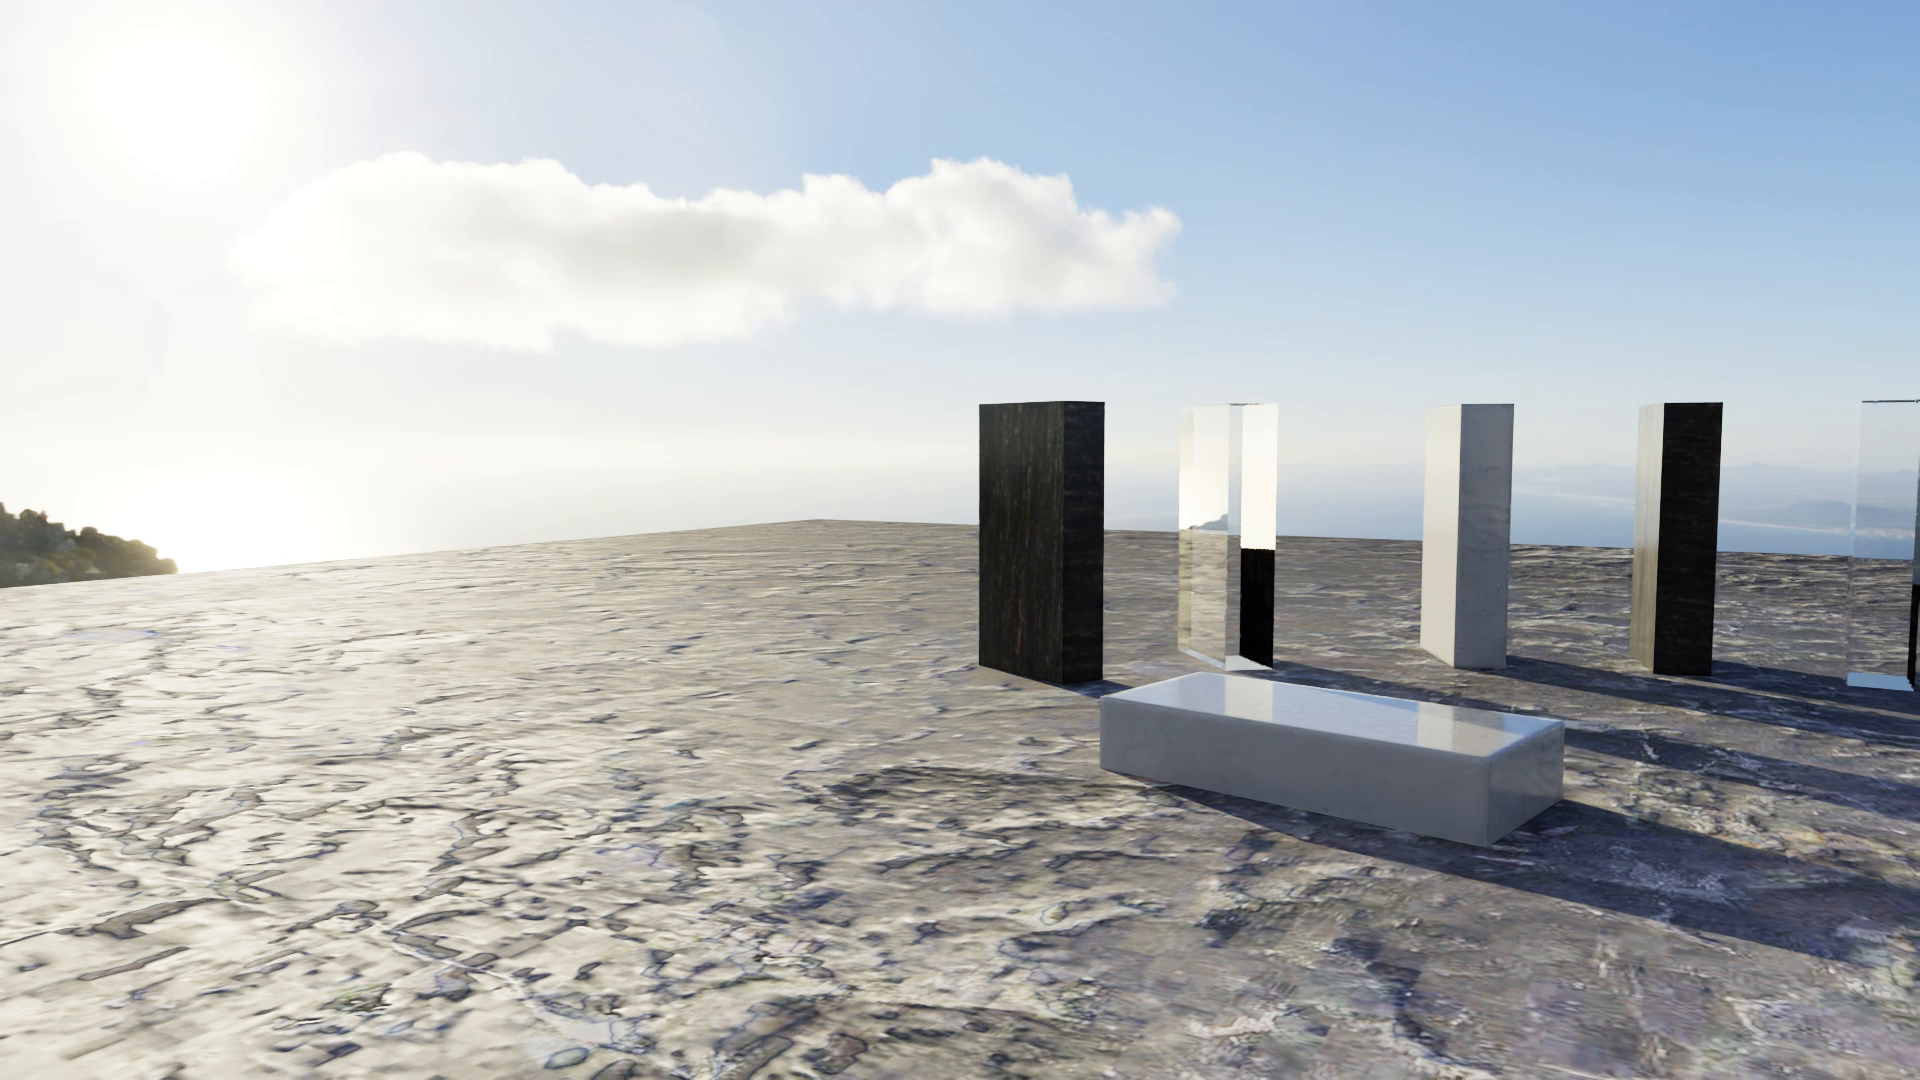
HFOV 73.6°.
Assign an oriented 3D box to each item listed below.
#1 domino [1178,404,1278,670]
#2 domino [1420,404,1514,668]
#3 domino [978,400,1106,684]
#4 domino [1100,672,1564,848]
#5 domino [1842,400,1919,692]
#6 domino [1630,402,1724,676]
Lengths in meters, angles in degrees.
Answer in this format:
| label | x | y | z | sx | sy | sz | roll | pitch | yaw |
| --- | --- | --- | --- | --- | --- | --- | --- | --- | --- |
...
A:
| label | x | y | z | sx | sy | sz | roll | pitch | yaw |
| --- | --- | --- | --- | --- | --- | --- | --- | --- | --- |
| domino | 0.052 | -0.001 | 0.252 | 0.009 | 0.050 | 0.025 | -1 | 4 | -11 |
| domino | 0.100 | -0.001 | 0.254 | 0.010 | 0.050 | 0.025 | 0 | 4 | 6 |
| domino | 0.015 | 0.000 | 0.238 | 0.009 | 0.050 | 0.025 | -3 | 5 | -35 |
| domino | 0.045 | 0.026 | 0.161 | 0.050 | 0.010 | 0.025 | 4 | 6 | 42 |
| domino | 0.167 | 0.000 | 0.232 | 0.010 | 0.050 | 0.025 | 3 | 5 | 33 |
| domino | 0.137 | -0.001 | 0.246 | 0.009 | 0.050 | 0.025 | 1 | 5 | 18 |
